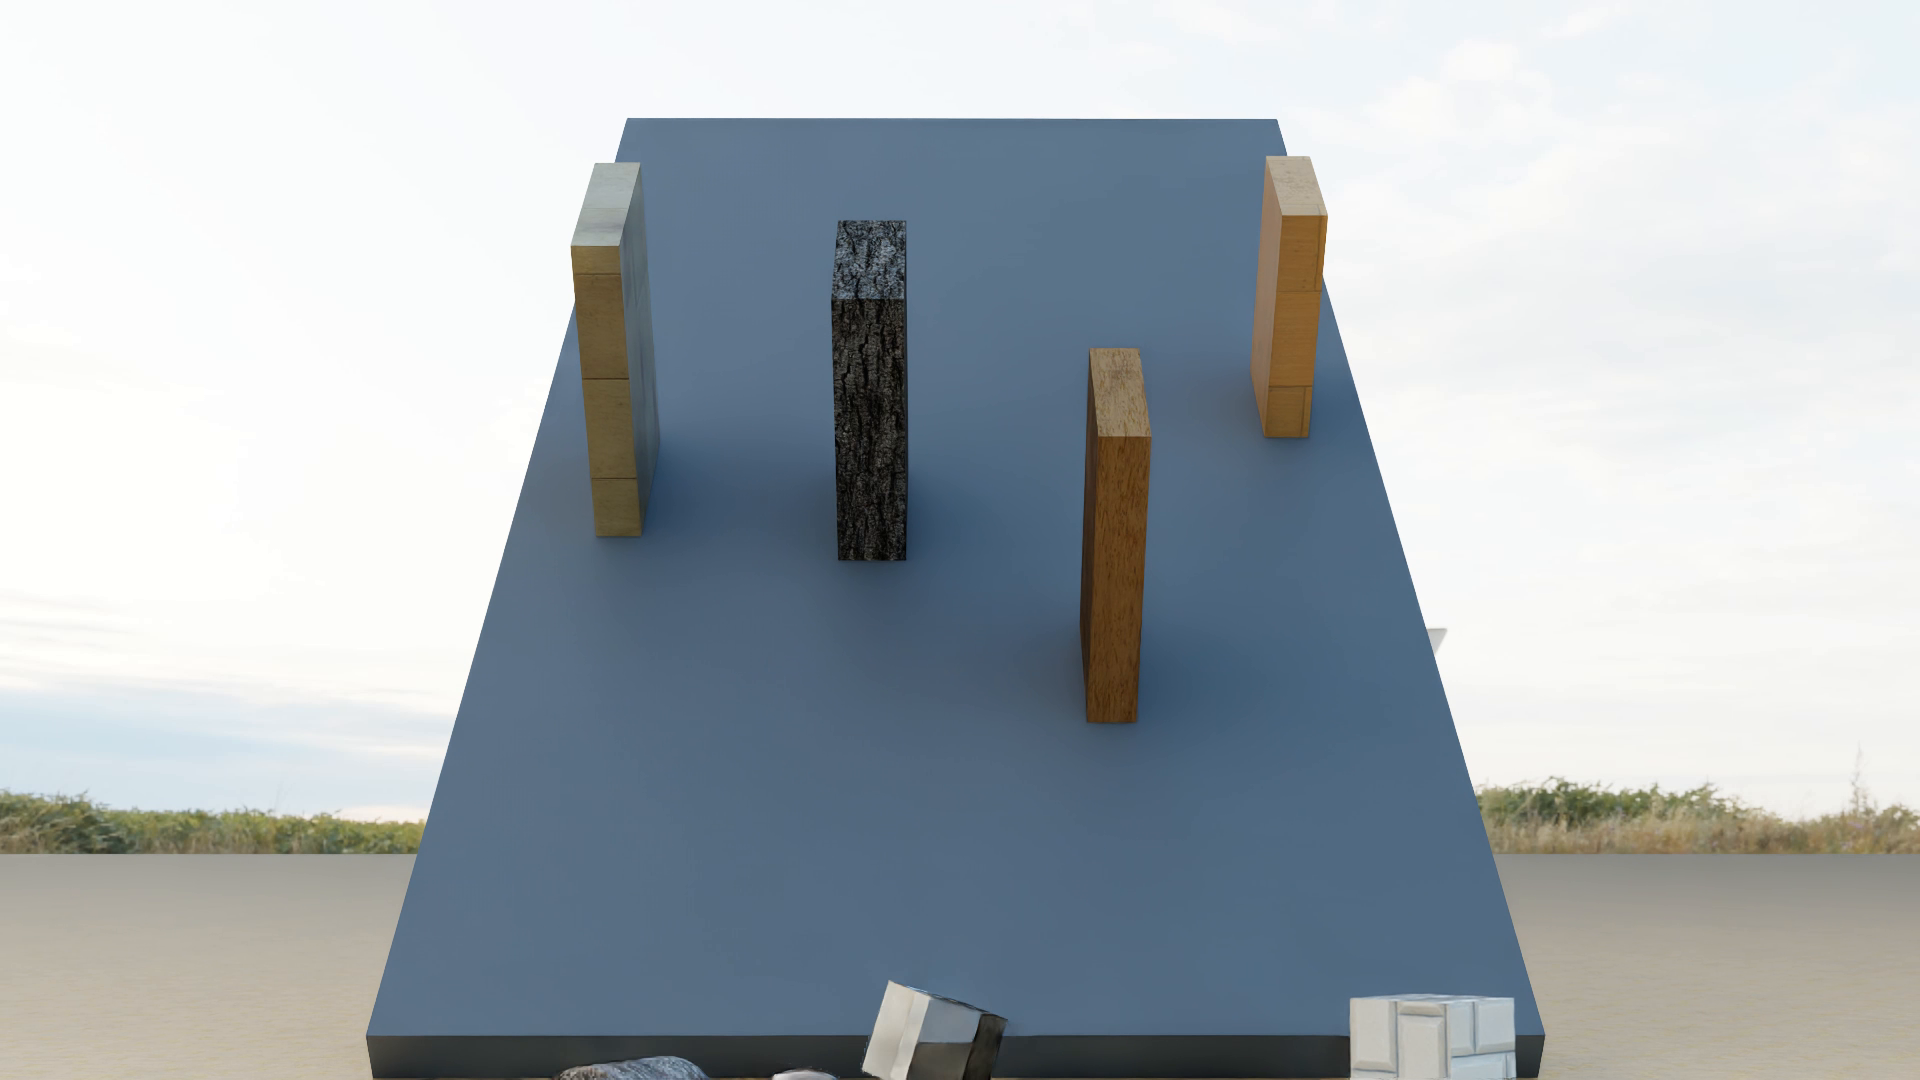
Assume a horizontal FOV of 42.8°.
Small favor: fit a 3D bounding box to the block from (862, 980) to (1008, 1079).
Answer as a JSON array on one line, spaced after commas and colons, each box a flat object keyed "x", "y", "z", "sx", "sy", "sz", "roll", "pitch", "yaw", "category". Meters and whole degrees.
[{"x": -0.039, "y": 0.770, "z": 3.738, "sx": 0.140, "sy": 0.140, "sz": 0.140, "roll": 21, "pitch": -9, "yaw": -26, "category": "block"}]

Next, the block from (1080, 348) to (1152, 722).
[{"x": 0.305, "y": -0.007, "z": 4.877, "sx": 0.098, "sy": 0.660, "sz": 0.351, "roll": 0, "pitch": 32, "yaw": 0, "category": "block"}]

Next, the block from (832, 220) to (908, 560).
[{"x": -0.194, "y": -0.329, "z": 5.400, "sx": 0.150, "sy": 0.642, "sz": 0.384, "roll": 0, "pitch": 32, "yaw": 0, "category": "block"}]

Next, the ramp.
[{"x": -0.015, "y": -0.187, "z": 5.870, "sx": 2.000, "sy": 0.100, "sz": 4.000, "roll": 0, "pitch": 32, "yaw": 0, "category": "ramp"}]

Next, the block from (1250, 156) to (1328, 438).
[{"x": 0.783, "y": -0.582, "z": 5.864, "sx": 0.105, "sy": 0.581, "sz": 0.335, "roll": 0, "pitch": 32, "yaw": 0, "category": "block"}]

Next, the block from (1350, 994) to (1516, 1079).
[{"x": 0.697, "y": 0.762, "z": 3.609, "sx": 0.172, "sy": 0.172, "sz": 0.172, "roll": -7, "pitch": -10, "yaw": 44, "category": "block"}]

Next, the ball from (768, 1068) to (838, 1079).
[{"x": -0.176, "y": 0.665, "z": 2.733, "sx": 0.147, "sy": 0.147, "sz": 0.147, "roll": 0, "pitch": -7, "yaw": 0, "category": "ball"}]

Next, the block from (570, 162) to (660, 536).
[{"x": -0.764, "y": -0.426, "z": 5.480, "sx": 0.102, "sy": 0.716, "sz": 0.429, "roll": 0, "pitch": 32, "yaw": 0, "category": "block"}]

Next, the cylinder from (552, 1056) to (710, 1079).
[{"x": -0.370, "y": 0.660, "z": 2.728, "sx": 0.156, "sy": 0.156, "sz": 0.156, "roll": -4, "pitch": -8, "yaw": 29, "category": "cylinder"}]
